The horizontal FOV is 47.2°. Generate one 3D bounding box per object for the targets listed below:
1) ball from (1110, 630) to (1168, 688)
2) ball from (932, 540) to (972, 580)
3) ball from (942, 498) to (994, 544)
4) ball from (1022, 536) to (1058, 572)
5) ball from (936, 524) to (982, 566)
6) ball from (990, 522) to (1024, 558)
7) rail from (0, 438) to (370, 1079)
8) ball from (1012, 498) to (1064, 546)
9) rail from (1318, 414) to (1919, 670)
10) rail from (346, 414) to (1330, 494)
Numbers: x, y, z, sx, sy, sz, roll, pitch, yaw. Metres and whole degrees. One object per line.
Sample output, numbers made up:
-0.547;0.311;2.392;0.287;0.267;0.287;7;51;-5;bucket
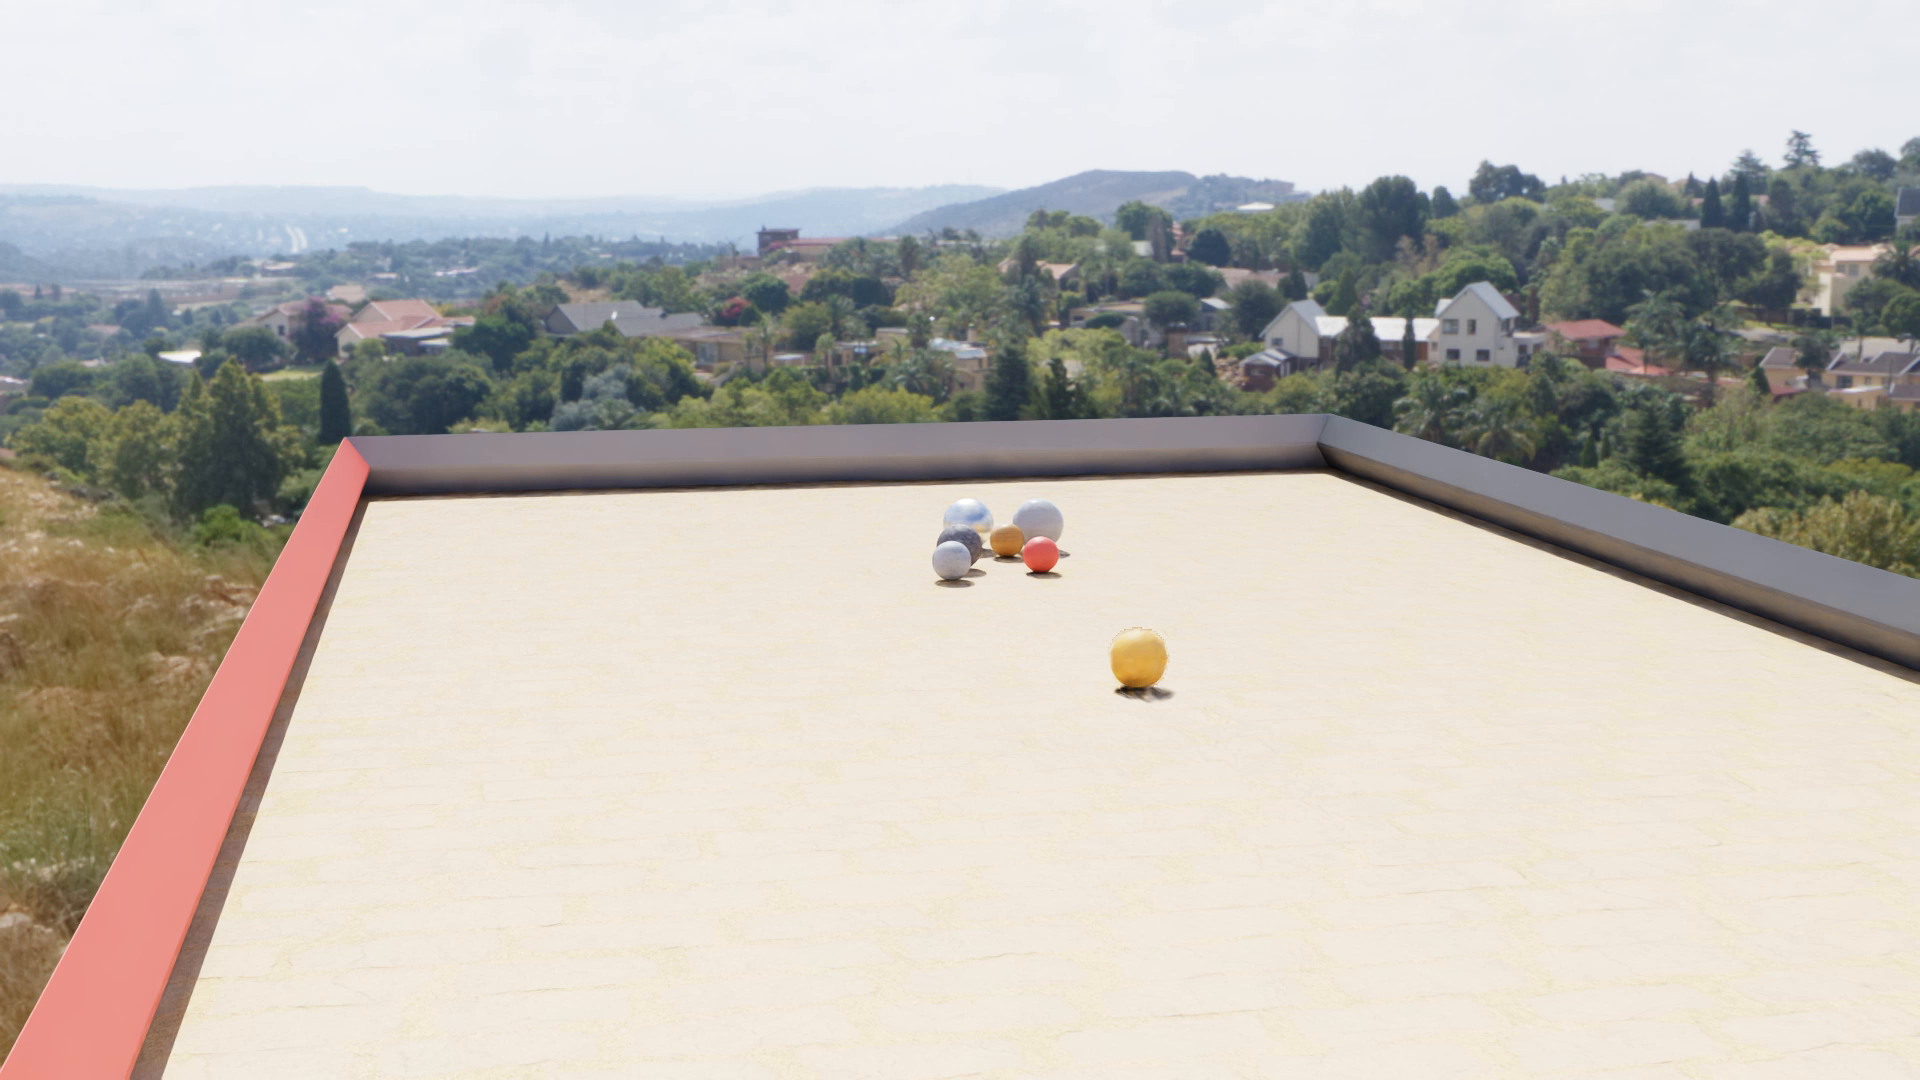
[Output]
0.203;0.136;2.504;0.066;0.066;0.066;0;9;0;ball
-0.012;0.030;3.167;0.057;0.057;0.057;0;9;0;ball
0.013;-0.025;3.430;0.080;0.080;0.080;0;9;0;ball
0.119;0.021;3.231;0.053;0.053;0.053;0;9;0;ball
-0.001;0.010;3.255;0.068;0.068;0.068;0;9;0;ball
0.072;0.000;3.360;0.053;0.053;0.053;0;9;0;ball
-0.717;0.157;2.246;0.045;0.106;3.662;-2;10;-12;rail
0.122;-0.025;3.423;0.082;0.082;0.082;0;9;0;ball
1.097;0.094;2.626;0.045;0.106;3.662;-2;10;-12;rail
-0.185;-0.164;4.180;1.902;0.106;0.045;-2;10;-12;rail
